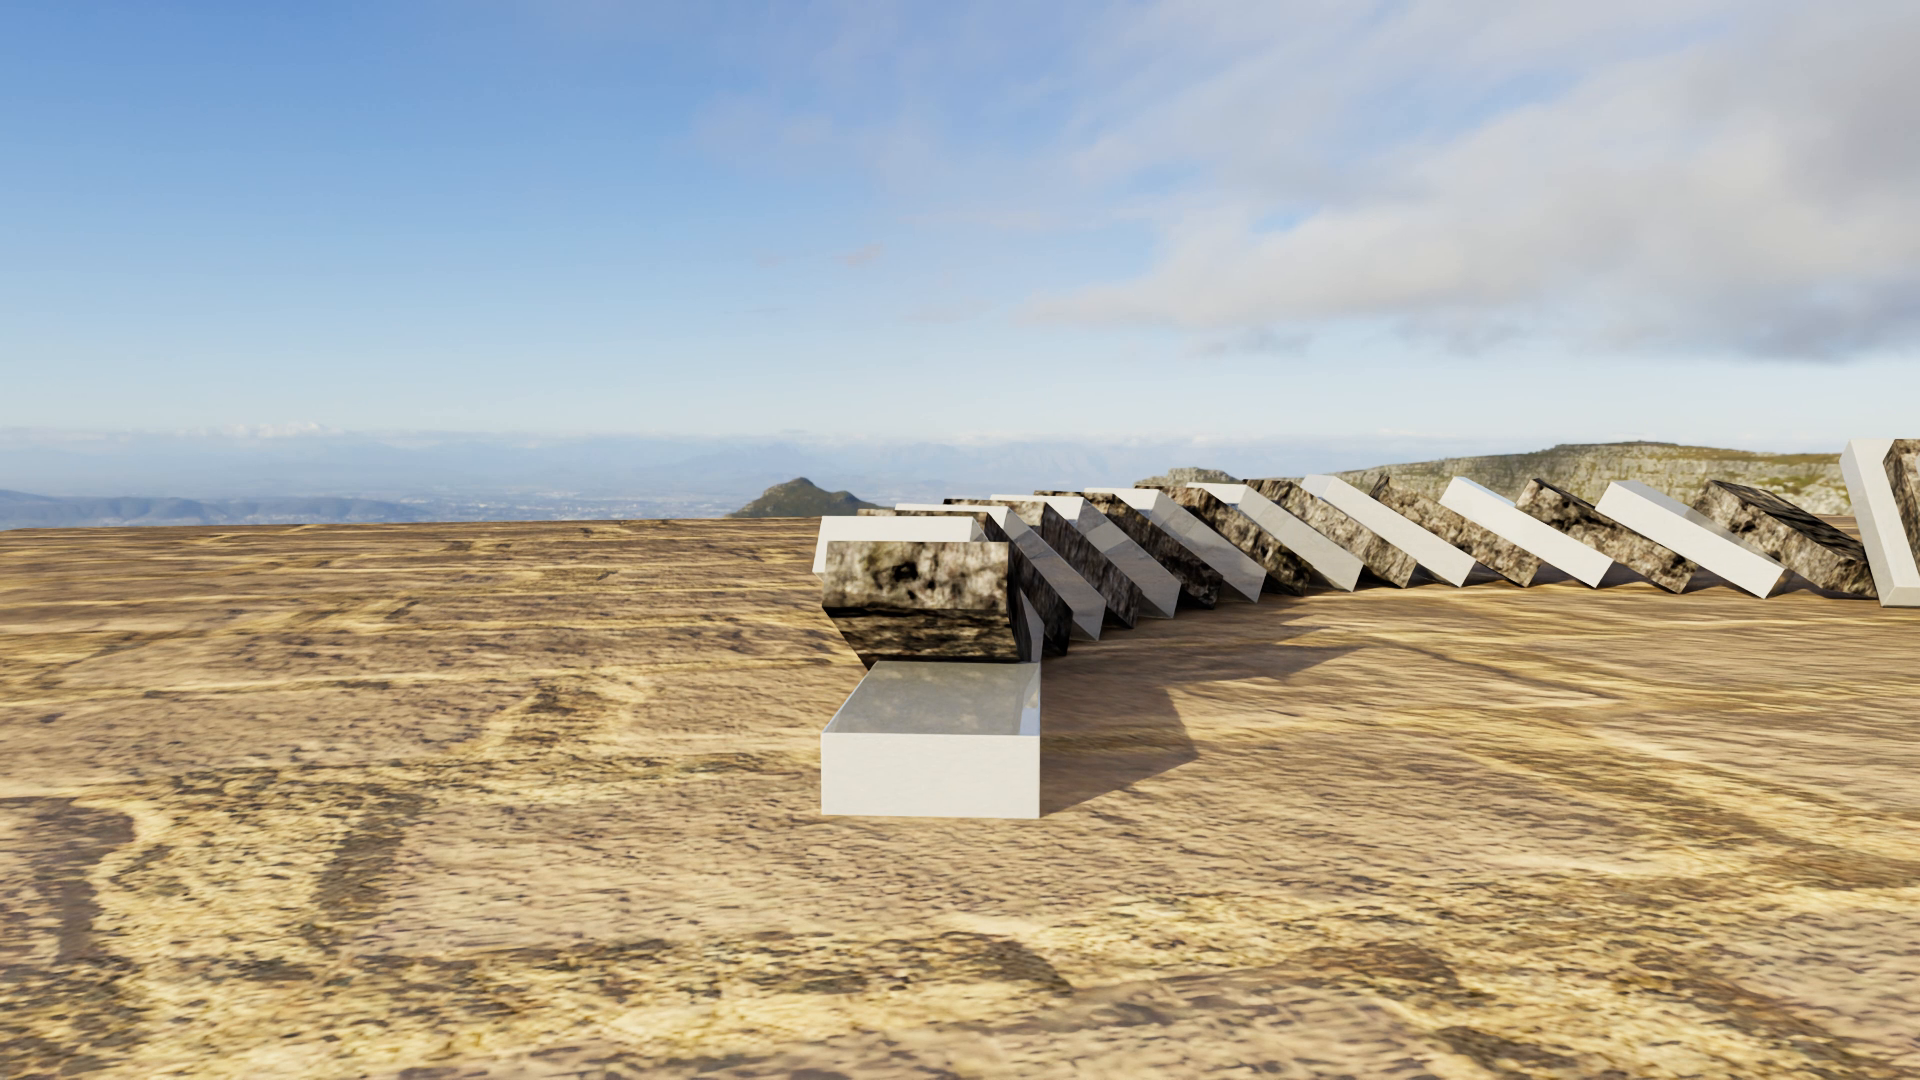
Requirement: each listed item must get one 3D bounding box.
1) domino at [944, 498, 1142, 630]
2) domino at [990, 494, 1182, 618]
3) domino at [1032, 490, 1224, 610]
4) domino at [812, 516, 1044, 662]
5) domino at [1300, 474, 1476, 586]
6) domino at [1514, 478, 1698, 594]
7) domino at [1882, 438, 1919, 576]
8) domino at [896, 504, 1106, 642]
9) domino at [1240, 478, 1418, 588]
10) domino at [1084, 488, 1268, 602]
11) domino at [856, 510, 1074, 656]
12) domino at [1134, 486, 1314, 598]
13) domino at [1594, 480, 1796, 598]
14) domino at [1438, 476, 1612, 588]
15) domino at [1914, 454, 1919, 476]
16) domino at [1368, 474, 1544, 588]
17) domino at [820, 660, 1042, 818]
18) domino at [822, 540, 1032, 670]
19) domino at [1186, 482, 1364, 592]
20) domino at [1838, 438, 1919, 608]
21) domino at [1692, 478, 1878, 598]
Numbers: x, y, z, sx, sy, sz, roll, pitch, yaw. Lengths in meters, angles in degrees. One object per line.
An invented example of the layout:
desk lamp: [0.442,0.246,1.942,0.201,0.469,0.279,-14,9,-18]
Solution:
domino: [0.018,0.006,0.284,0.025,0.010,0.050,3,-21,34]
domino: [0.029,0.004,0.303,0.025,0.010,0.050,3,-21,38]
domino: [0.042,0.003,0.322,0.025,0.009,0.050,5,-21,46]
domino: [-0.004,0.010,0.220,0.025,0.009,0.050,1,-23,18]
domino: [0.129,-0.003,0.391,0.050,0.010,0.025,30,2,-5]
domino: [0.193,-0.002,0.383,0.050,0.009,0.025,33,19,23]
domino: [0.258,-0.004,0.328,0.025,0.050,0.009,1,-37,15]
domino: [0.009,0.007,0.264,0.025,0.009,0.050,3,-22,31]
domino: [0.108,-0.002,0.380,0.050,0.009,0.025,28,-6,-19]
domino: [0.056,0.002,0.339,0.050,0.010,0.025,31,-17,-37]
domino: [0.002,0.009,0.242,0.025,0.010,0.050,2,-22,24]
domino: [0.072,0.000,0.354,0.050,0.010,0.025,30,-14,-33]
domino: [0.215,-0.001,0.374,0.025,0.010,0.050,-5,34,-47]
domino: [0.174,-0.003,0.393,0.050,0.009,0.025,33,17,23]
domino: [0.257,-0.003,0.315,0.025,0.050,0.009,1,-37,15]
domino: [0.151,-0.003,0.395,0.050,0.010,0.025,30,10,8]
domino: [-0.002,0.025,0.171,0.025,0.010,0.050,0,4,4]
domino: [-0.003,0.013,0.196,0.025,0.009,0.050,1,-20,7]
domino: [0.089,-0.001,0.368,0.050,0.009,0.025,29,-10,-27]
domino: [0.256,-0.005,0.342,0.025,0.050,0.010,1,-37,15]
domino: [0.238,-0.001,0.367,0.025,0.009,0.050,8,25,-18]
